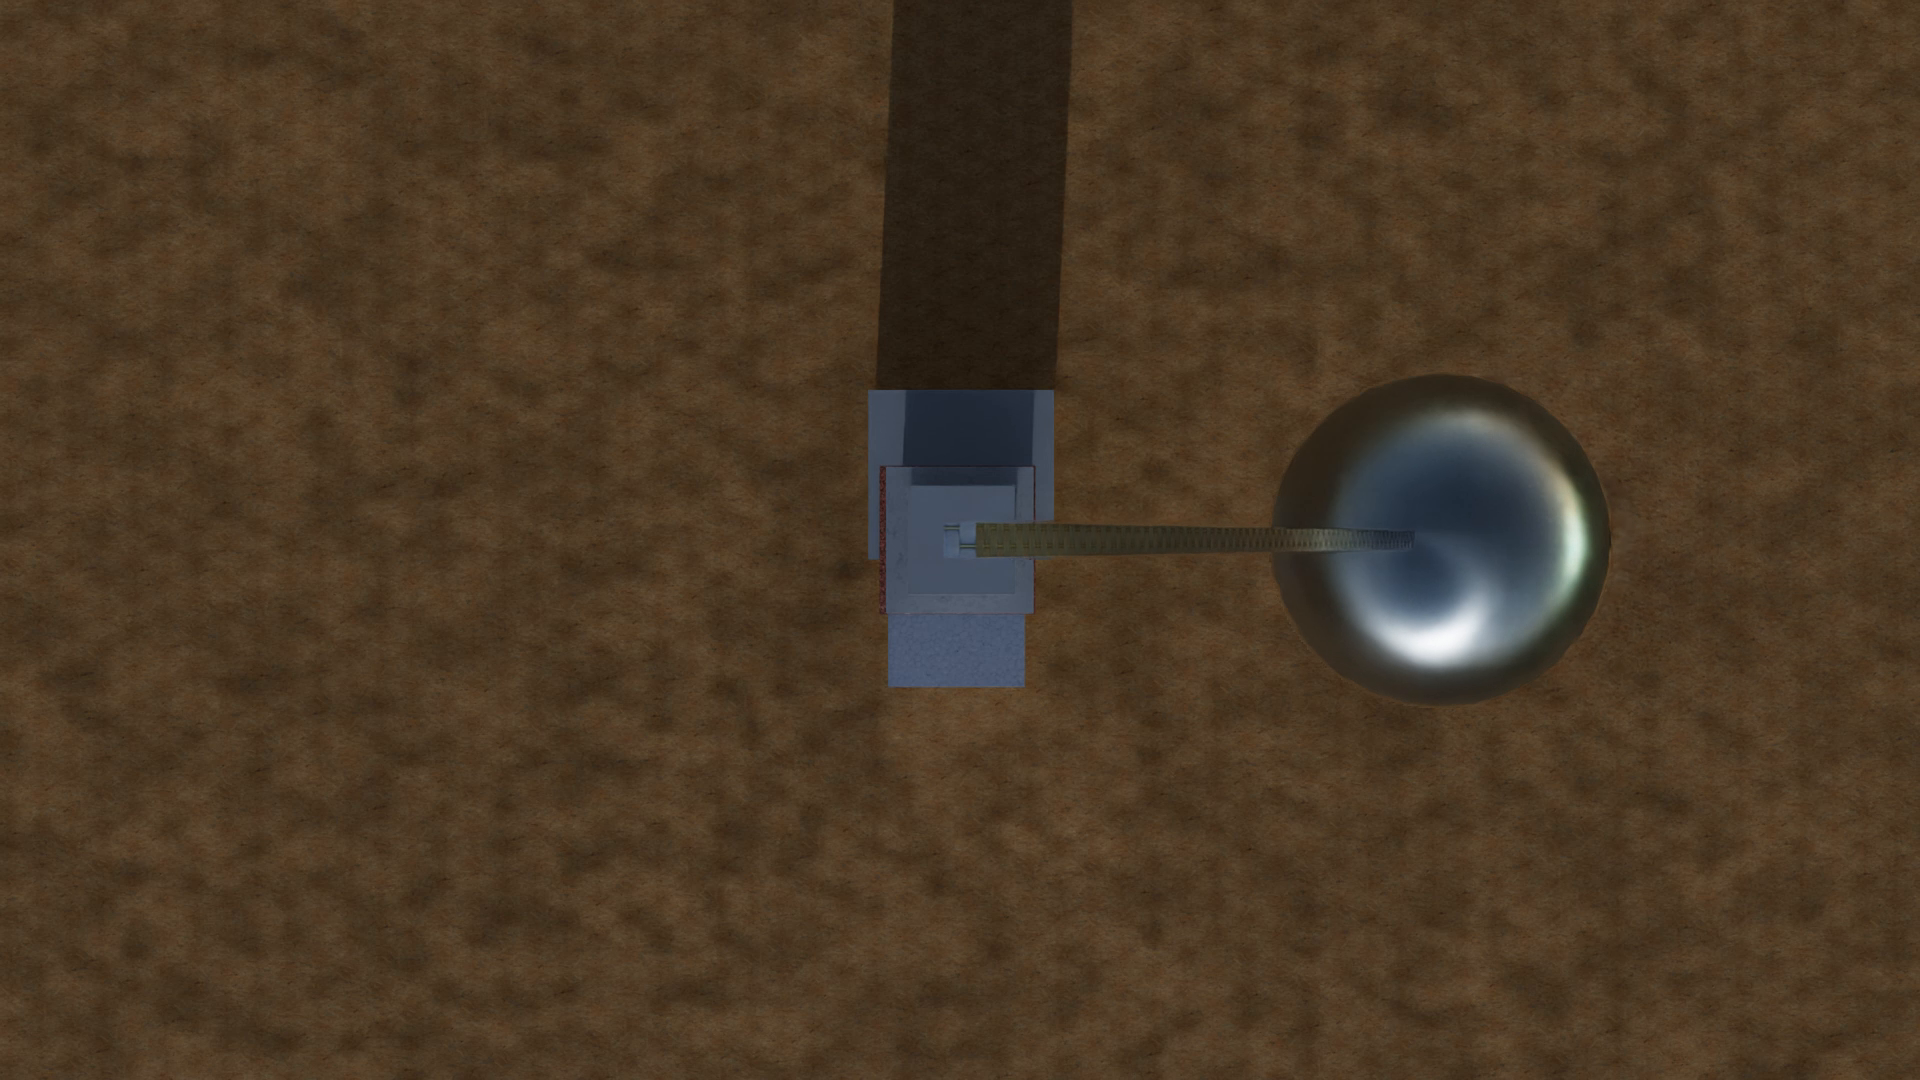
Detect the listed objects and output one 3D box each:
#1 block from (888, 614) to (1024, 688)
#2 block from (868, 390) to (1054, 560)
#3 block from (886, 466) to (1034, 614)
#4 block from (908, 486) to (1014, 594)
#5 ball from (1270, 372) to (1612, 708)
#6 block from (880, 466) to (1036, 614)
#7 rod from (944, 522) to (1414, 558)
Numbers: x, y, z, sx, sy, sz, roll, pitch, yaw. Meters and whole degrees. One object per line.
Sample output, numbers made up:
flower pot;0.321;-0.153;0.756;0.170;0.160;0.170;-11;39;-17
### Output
block;-0.020;0.471;12.673;0.768;0.654;0.709;0;90;0
block;0.006;-0.360;12.540;1.020;0.920;0.931;0;90;0
block;-0.001;0.000;10.459;0.683;0.586;0.679;0;90;0
block;0.007;0.000;9.930;0.469;0.470;0.480;0;90;0
ball;2.295;0.000;10.561;1.600;1.600;1.600;0;90;0
block;-0.013;0.000;11.127;0.764;0.751;0.727;0;90;0
rod;0.994;0.000;7.419;0.080;5.200;0.080;0;90;22
